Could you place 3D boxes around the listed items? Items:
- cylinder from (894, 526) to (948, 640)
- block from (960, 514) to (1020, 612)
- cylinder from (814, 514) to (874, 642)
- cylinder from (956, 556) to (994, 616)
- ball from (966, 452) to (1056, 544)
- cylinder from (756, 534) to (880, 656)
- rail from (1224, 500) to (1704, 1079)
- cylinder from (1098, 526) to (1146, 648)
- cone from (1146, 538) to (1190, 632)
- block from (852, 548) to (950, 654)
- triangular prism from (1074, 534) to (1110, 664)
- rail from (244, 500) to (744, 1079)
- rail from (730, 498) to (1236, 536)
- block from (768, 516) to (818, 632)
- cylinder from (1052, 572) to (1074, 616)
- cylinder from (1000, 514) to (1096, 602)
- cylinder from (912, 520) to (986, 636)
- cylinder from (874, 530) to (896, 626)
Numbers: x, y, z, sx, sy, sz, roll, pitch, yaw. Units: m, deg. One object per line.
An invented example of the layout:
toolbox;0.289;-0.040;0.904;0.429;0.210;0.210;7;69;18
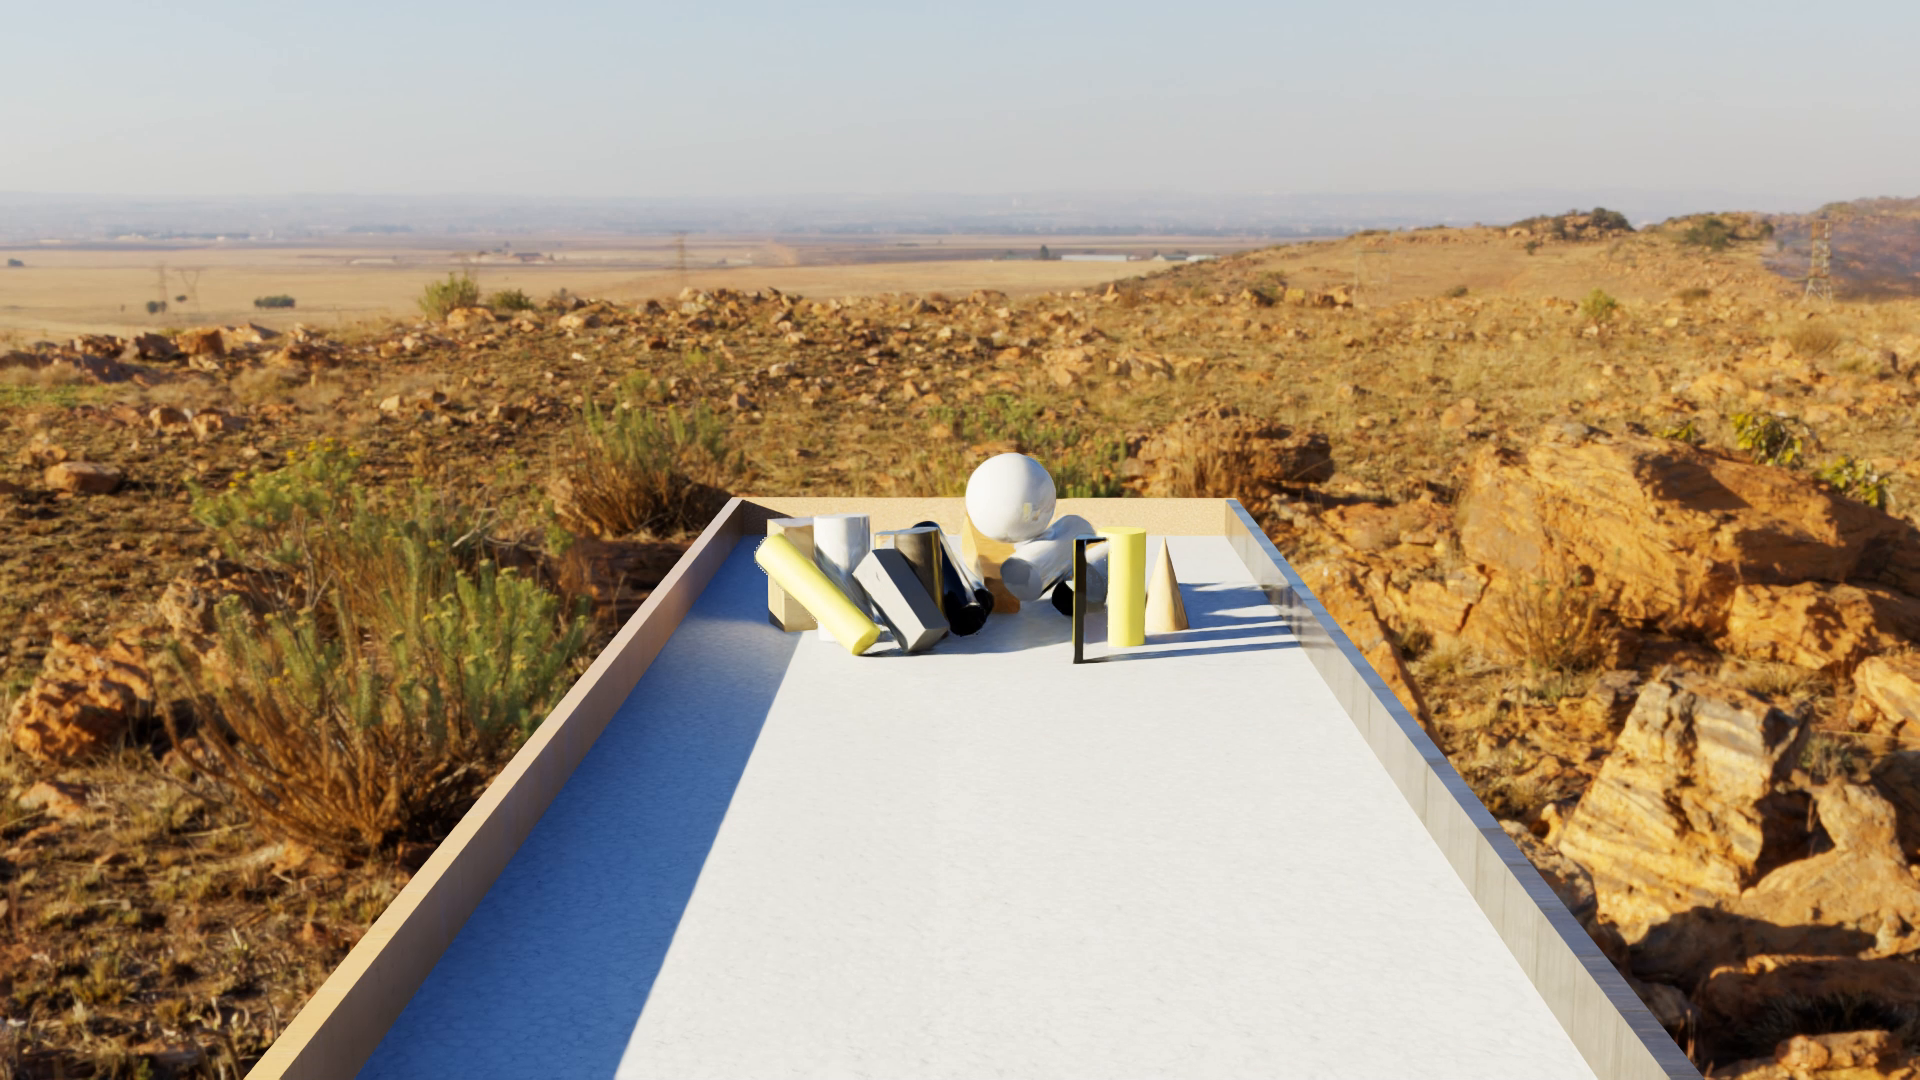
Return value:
cylinder;-0.123;0.141;6.969;0.145;0.346;0.145;-5;8;1
block;0.110;0.077;7.569;0.139;0.139;0.405;2;32;-11
cylinder;-0.370;0.117;6.990;0.178;0.389;0.178;-2;5;0
cylinder;-0.020;0.144;7.321;0.139;0.139;0.303;-5;33;-30
ball;0.171;-0.139;7.354;0.305;0.305;0.305;0;9;0
cylinder;-0.442;0.167;6.825;0.453;0.116;0.116;43;28;21
rail;1.046;0.843;3.208;0.050;0.150;12.000;0;9;1
cylinder;0.509;0.146;6.939;0.153;0.359;0.153;0;9;0
cone;0.667;0.134;7.192;0.174;0.304;0.174;0;9;0
block;-0.184;0.187;6.837;0.115;0.115;0.326;-5;52;-48
triangular prism;0.383;0.177;6.671;0.112;0.382;0.097;-3;9;-16
rail;-1.004;0.839;3.234;0.050;0.150;12.000;0;9;1
rail;0.099;-0.098;9.147;2.100;0.150;0.050;0;9;1
block;-0.517;0.110;7.213;0.180;0.345;0.180;-3;10;-21
cylinder;0.410;0.141;7.531;0.127;0.127;0.341;2;19;14
cylinder;0.301;0.059;7.366;0.169;0.169;0.331;7;30;38
cylinder;-0.048;0.122;7.163;0.129;0.129;0.435;-4;40;-23
cylinder;-0.216;0.125;7.234;0.116;0.301;0.116;-4;7;1
